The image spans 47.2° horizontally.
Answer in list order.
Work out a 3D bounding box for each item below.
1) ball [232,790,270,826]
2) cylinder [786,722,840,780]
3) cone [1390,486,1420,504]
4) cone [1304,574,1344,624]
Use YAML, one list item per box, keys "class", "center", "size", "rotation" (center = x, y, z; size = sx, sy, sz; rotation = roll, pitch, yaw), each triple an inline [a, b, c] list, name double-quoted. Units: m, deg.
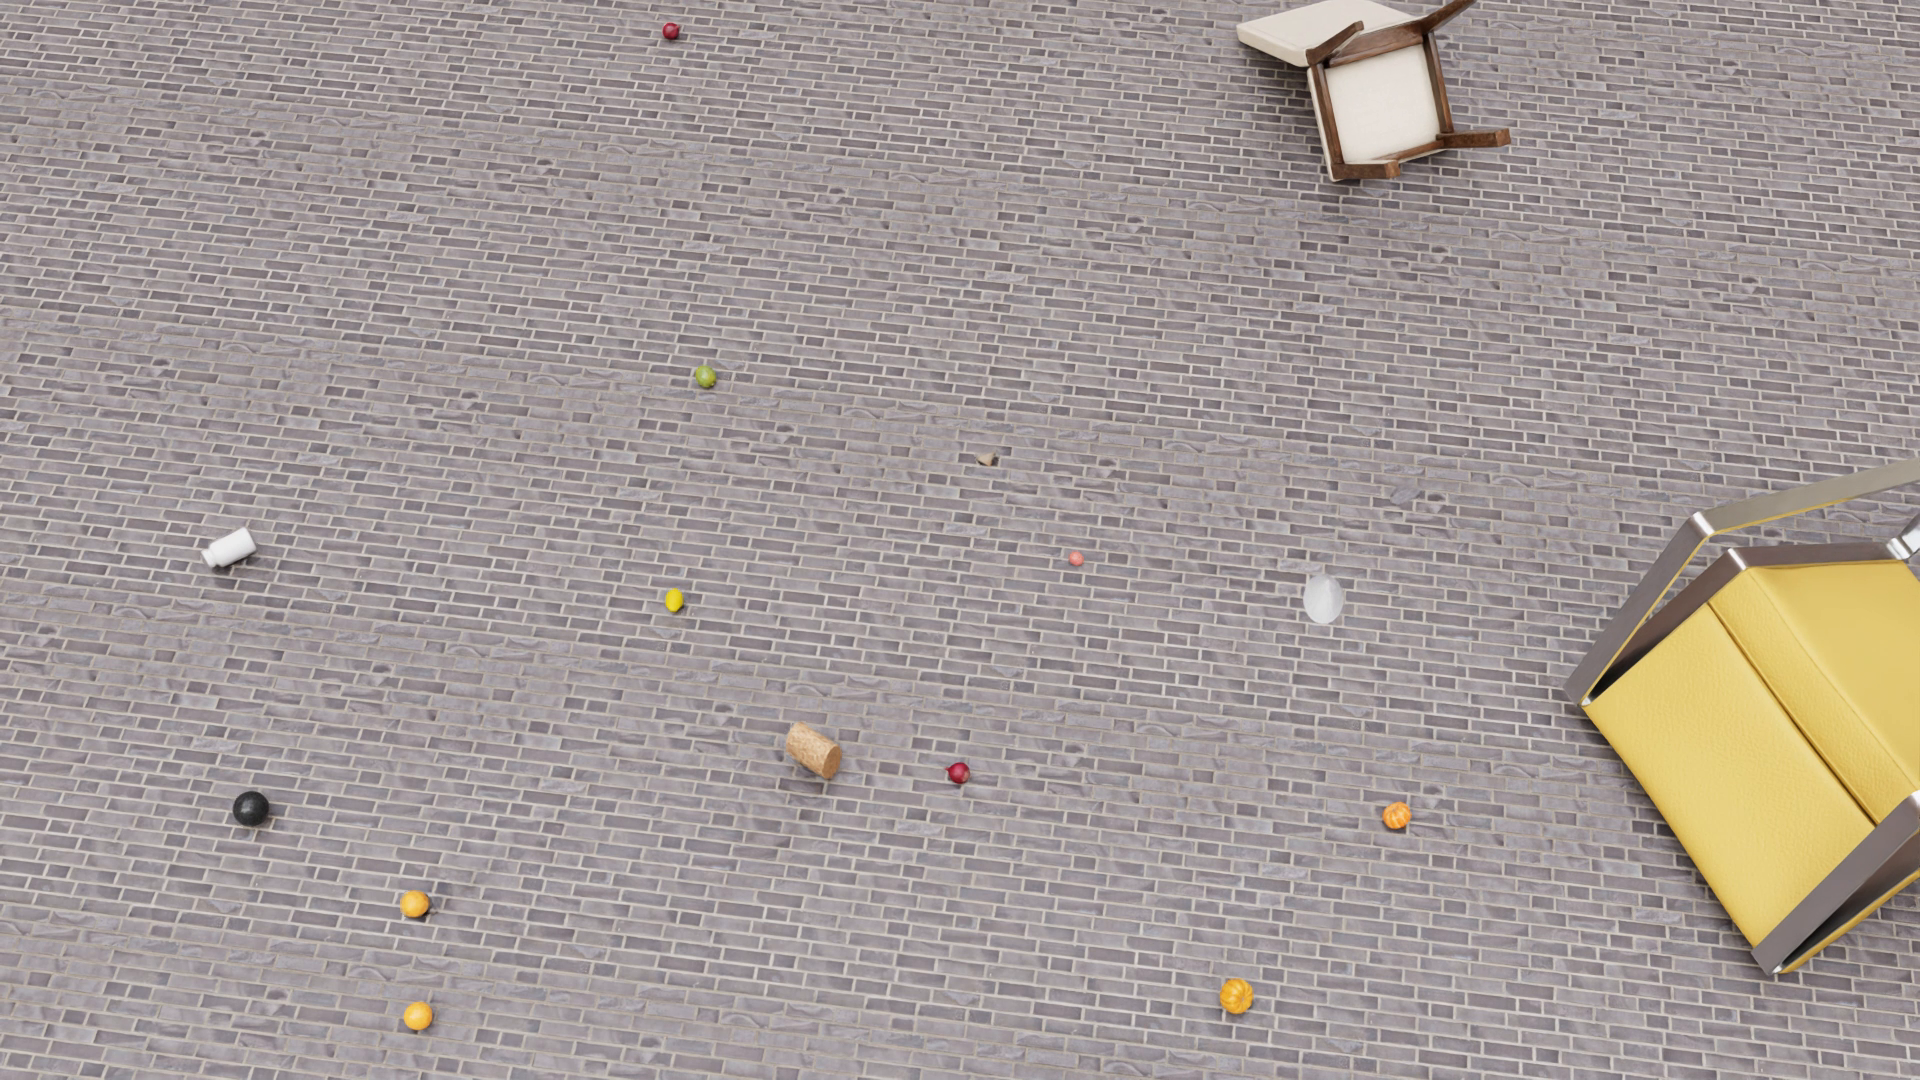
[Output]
- class: "ball"
  center: [-1.941, 0.736, 6.021]
  size: [0.098, 0.098, 0.098]
  rotation: [0, 56, 0]
- class: "cylinder"
  center: [-0.406, 0.584, 6.092]
  size: [0.128, 0.149, 0.083]
  rotation: [30, 60, 19]
- class: "cone"
  center: [1.336, -0.149, 6.660]
  size: [0.097, 0.048, 0.060]
  rotation: [-19, 36, -7]
- class: "cone"
  center: [1.068, 0.143, 6.414]
  size: [0.116, 0.107, 0.176]
  rotation: [8, 56, 5]
